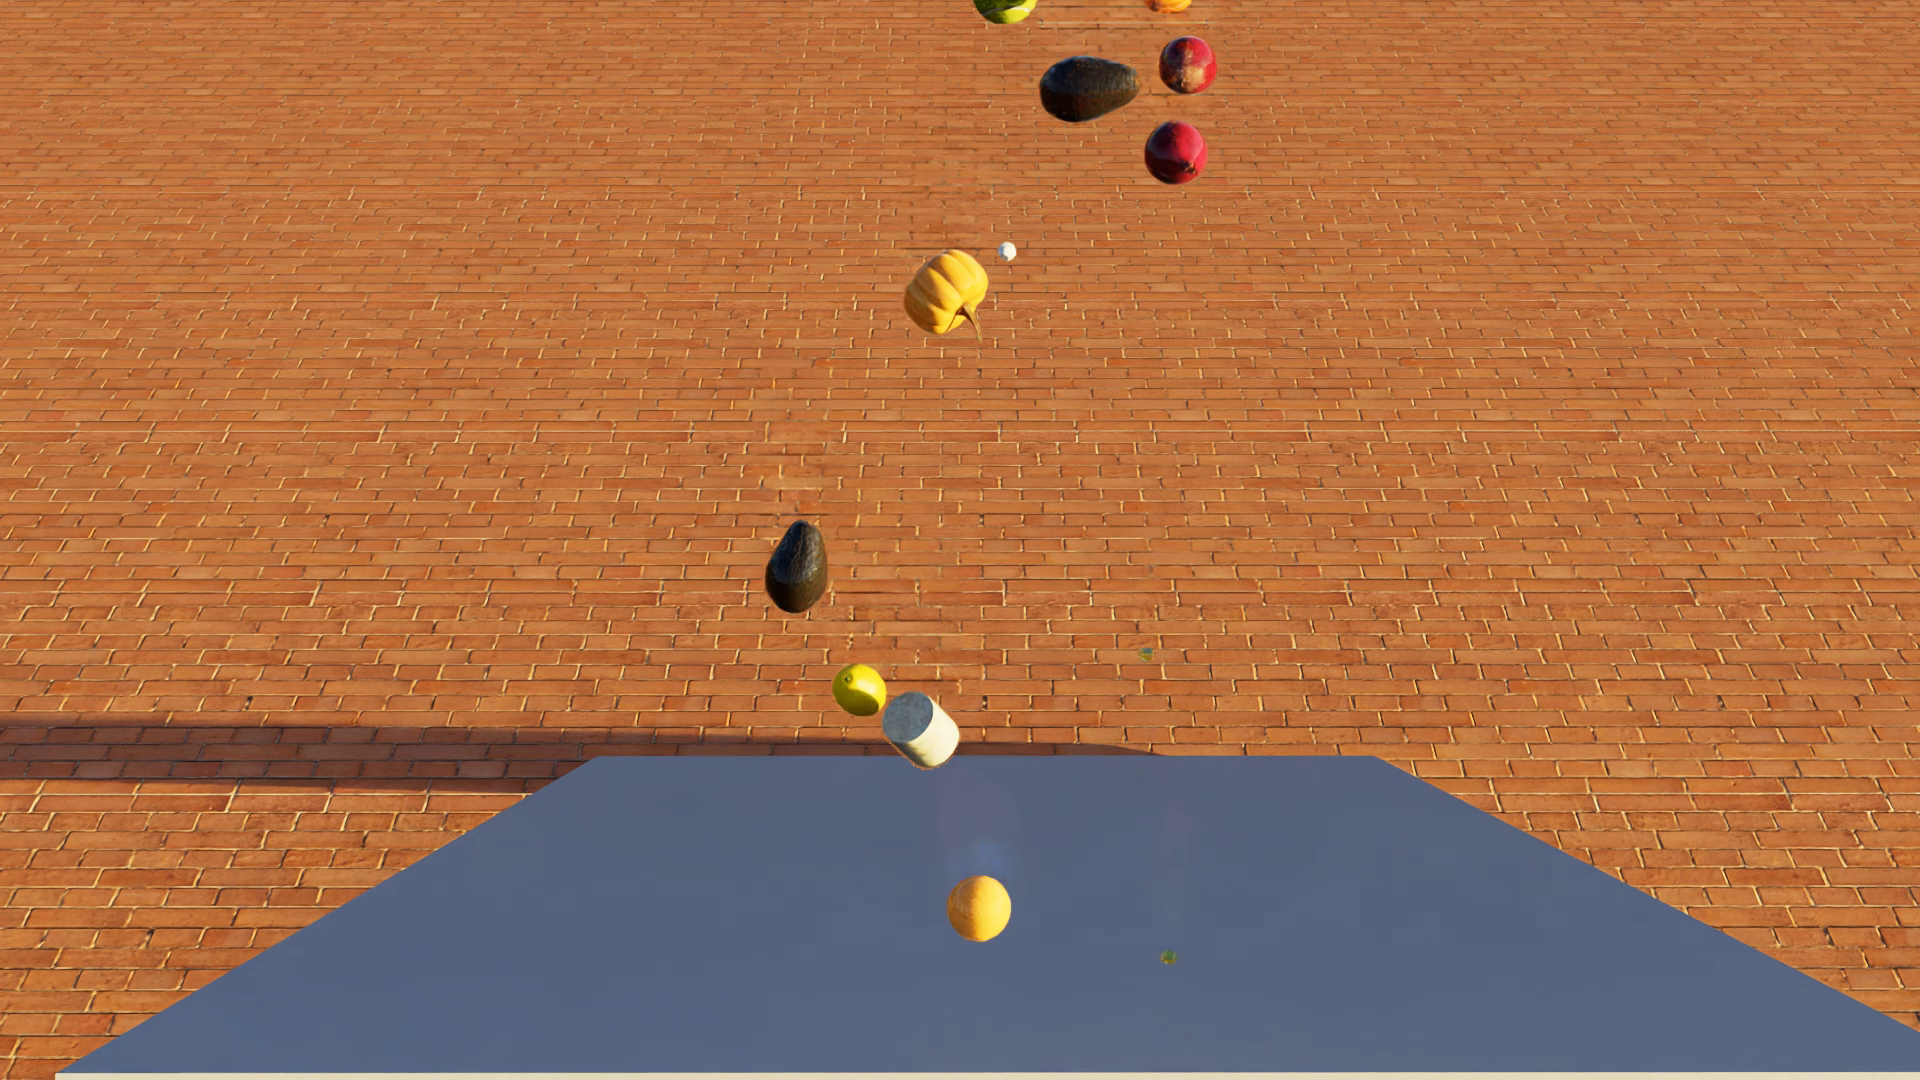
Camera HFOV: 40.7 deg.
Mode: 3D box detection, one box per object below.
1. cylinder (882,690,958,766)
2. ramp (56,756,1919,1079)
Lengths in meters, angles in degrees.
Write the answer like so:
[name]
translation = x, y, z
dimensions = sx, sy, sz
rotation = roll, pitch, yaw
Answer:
[cylinder]
translation = -0.039, 0.189, 2.583
dimensions = 0.057, 0.057, 0.057
rotation = -14, 55, 21
[ramp]
translation = 0.068, 0.602, 4.664
dimensions = 2.000, 0.100, 4.000
rotation = 0, 0, 0
